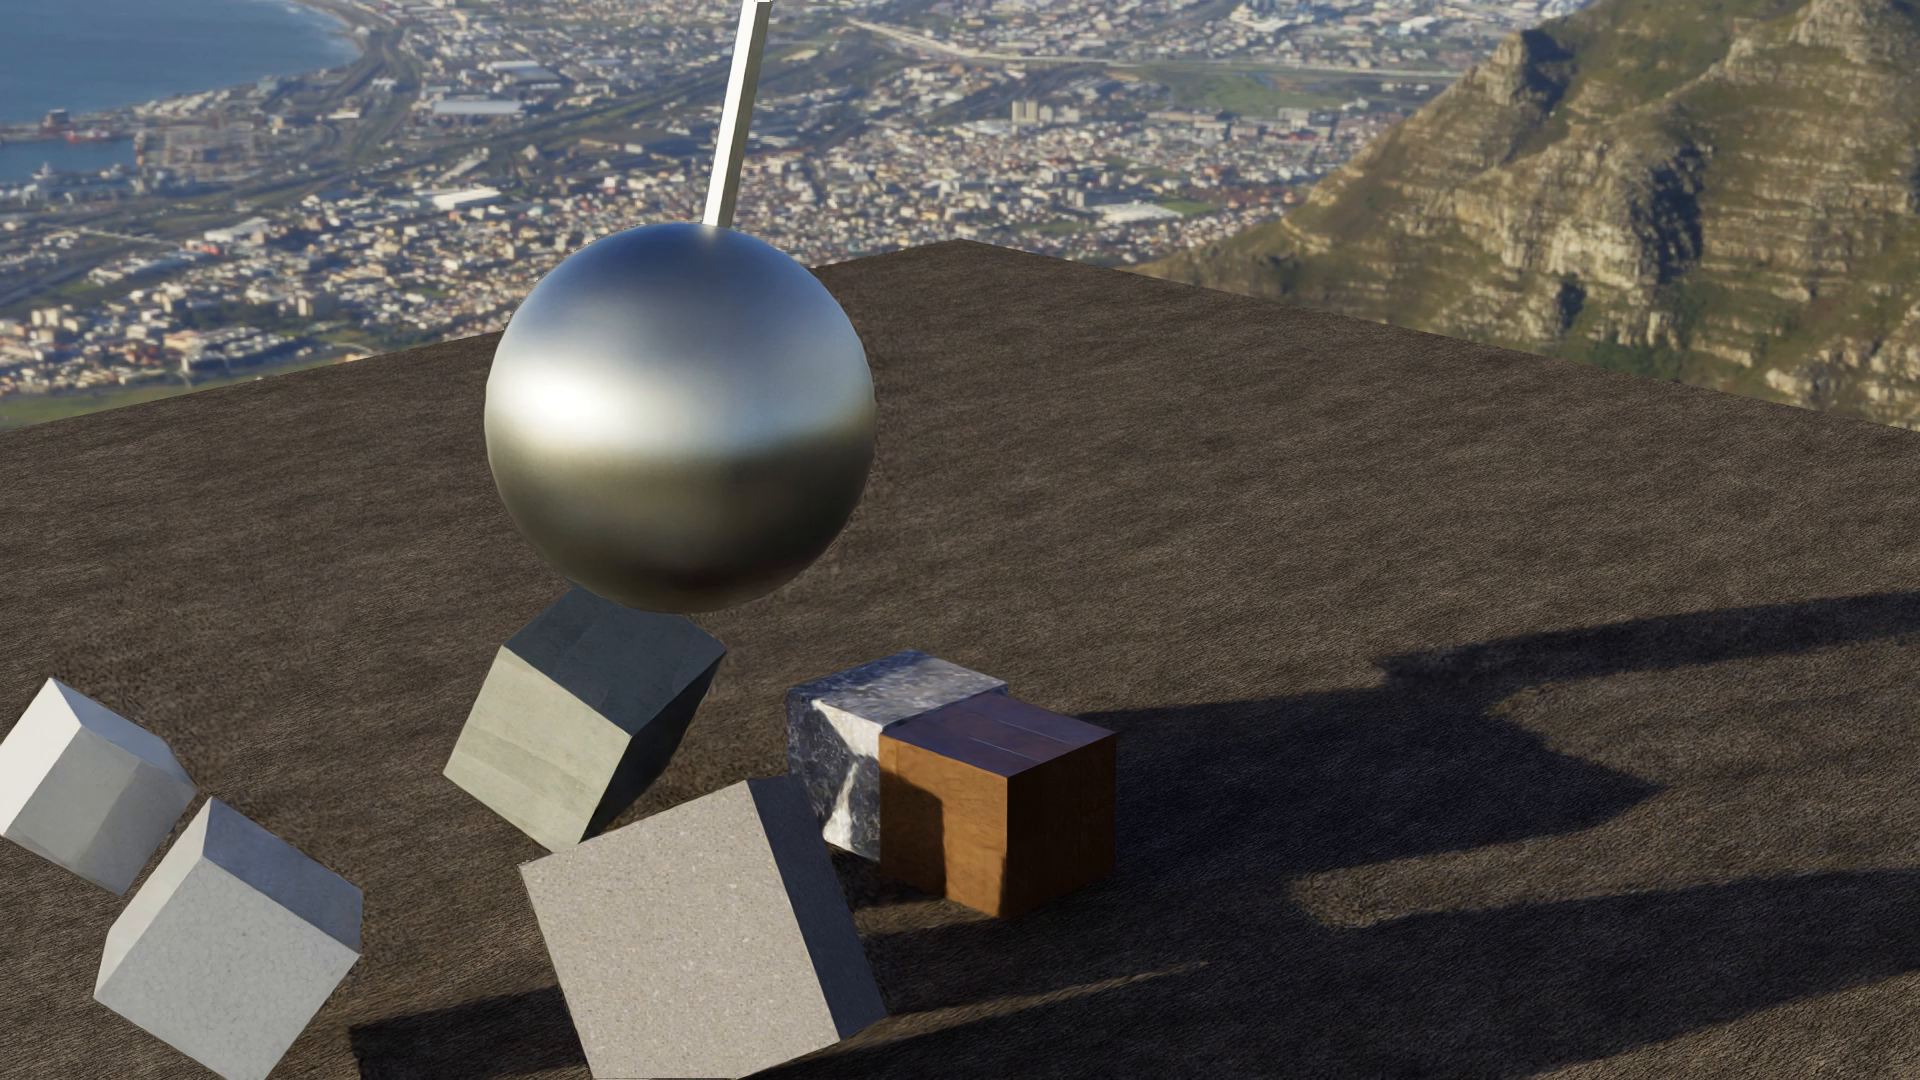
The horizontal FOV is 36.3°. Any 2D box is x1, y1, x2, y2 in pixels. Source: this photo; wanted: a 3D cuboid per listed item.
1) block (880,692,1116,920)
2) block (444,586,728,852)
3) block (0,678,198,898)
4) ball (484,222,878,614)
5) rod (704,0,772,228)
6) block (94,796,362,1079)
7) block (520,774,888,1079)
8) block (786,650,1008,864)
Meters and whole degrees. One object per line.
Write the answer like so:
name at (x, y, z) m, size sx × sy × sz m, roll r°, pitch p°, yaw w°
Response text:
block at (0.172, 1.199, 13.391) m, size 0.780 × 0.682 × 0.744 m, roll 16°, pitch 23°, yaw 40°
block at (-1.754, 0.802, 13.774) m, size 0.730 × 0.849 × 0.927 m, roll 34°, pitch 33°, yaw 7°
block at (-3.587, 1.012, 12.031) m, size 0.575 × 0.537 × 0.562 m, roll 37°, pitch -2°, yaw -34°
ball at (-1.139, -0.494, 11.993) m, size 1.600 × 1.600 × 1.600 m, roll 0°, pitch 17°, yaw 0°
rod at (-0.493, -3.812, 11.626) m, size 0.080 × 5.200 × 0.080 m, roll 17°, pitch 8°, yaw 42°
block at (-2.833, 1.567, 11.411) m, size 0.716 × 0.695 × 0.651 m, roll 36°, pitch 6°, yaw -18°
block at (-0.943, 1.513, 11.008) m, size 0.903 × 0.992 × 0.910 m, roll -21°, pitch -6°, yaw 7°
block at (-0.295, 1.019, 13.952) m, size 0.814 × 0.690 × 0.669 m, roll -16°, pitch 24°, yaw -42°
